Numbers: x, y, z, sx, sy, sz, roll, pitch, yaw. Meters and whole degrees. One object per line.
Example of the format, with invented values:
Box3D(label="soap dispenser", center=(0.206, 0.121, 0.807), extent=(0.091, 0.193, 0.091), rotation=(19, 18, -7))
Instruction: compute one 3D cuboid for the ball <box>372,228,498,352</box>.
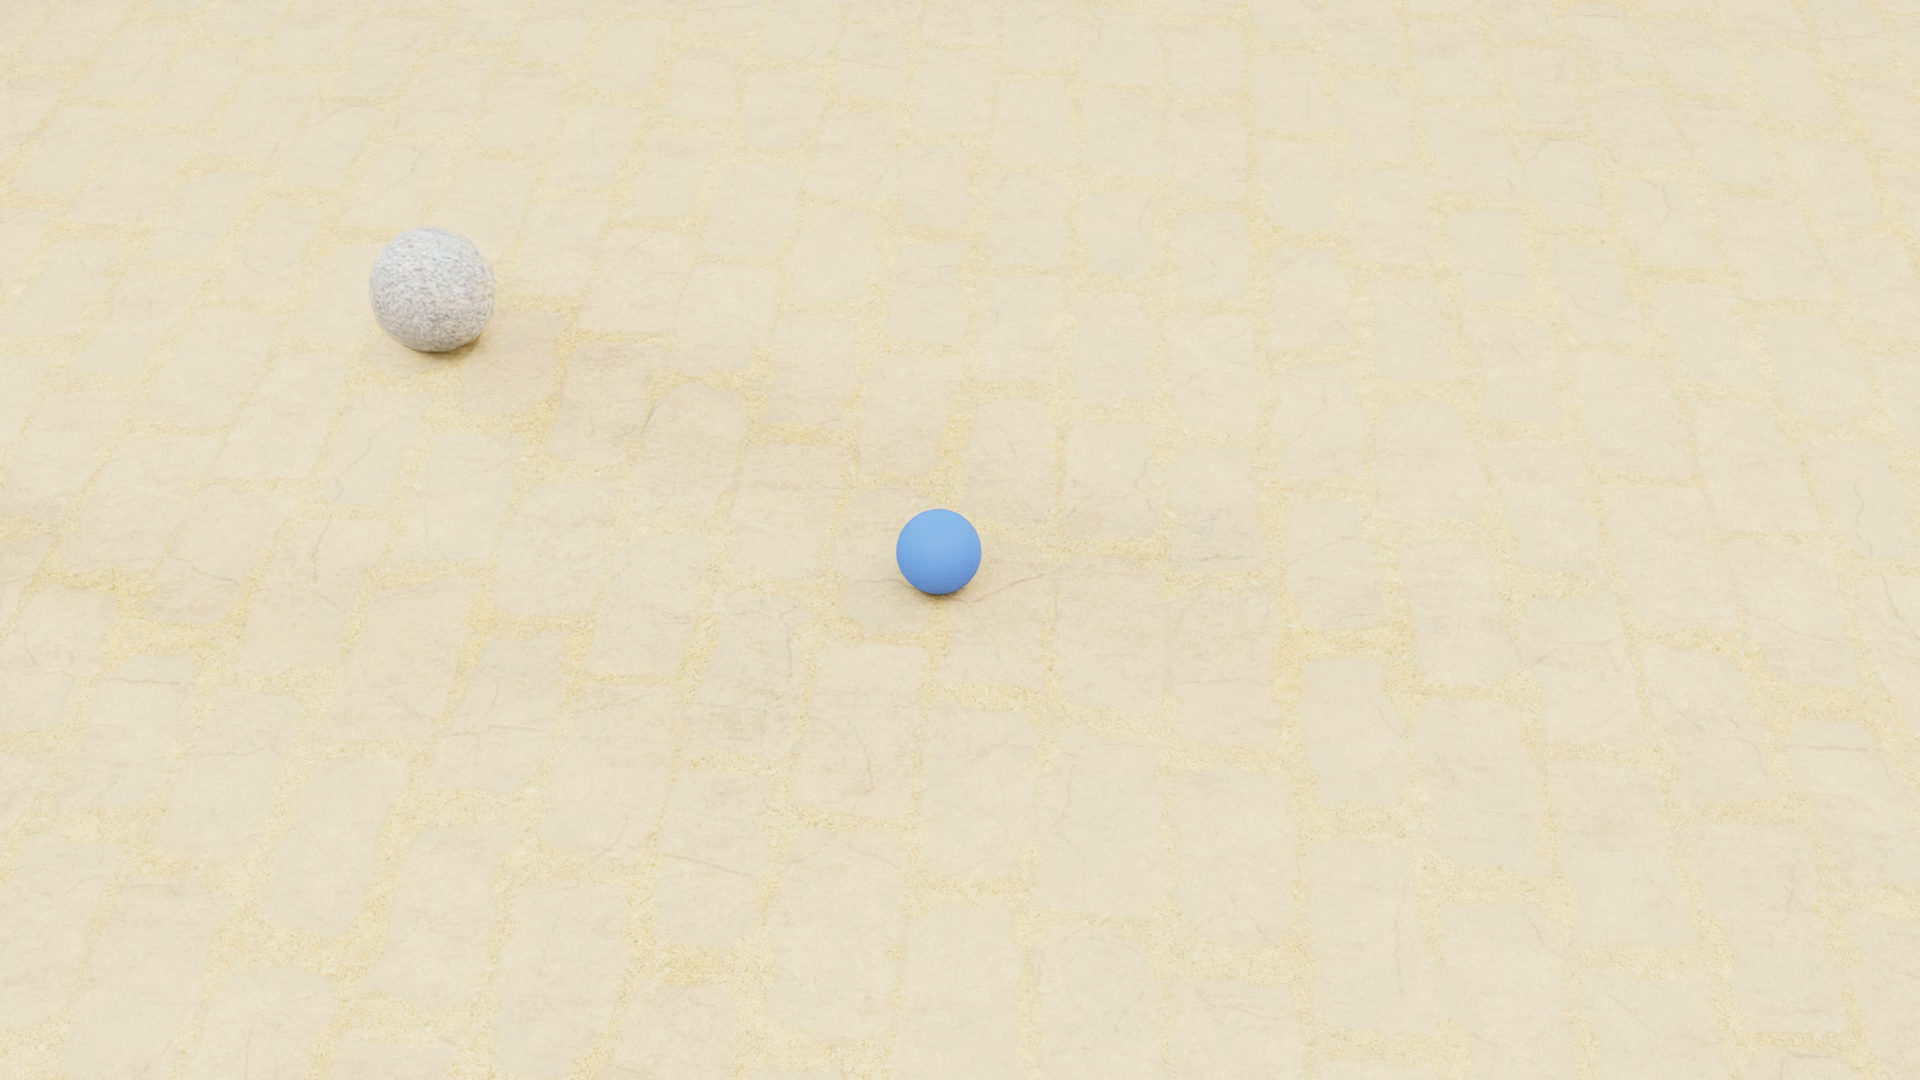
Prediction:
Box3D(label="ball", center=(-0.374, -0.178, 1.828), extent=(0.088, 0.088, 0.088), rotation=(0, 36, 0))

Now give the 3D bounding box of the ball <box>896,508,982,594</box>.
Box3D(label="ball", center=(-0.013, 0.007, 1.605), extent=(0.054, 0.054, 0.054), rotation=(0, 36, 0))
